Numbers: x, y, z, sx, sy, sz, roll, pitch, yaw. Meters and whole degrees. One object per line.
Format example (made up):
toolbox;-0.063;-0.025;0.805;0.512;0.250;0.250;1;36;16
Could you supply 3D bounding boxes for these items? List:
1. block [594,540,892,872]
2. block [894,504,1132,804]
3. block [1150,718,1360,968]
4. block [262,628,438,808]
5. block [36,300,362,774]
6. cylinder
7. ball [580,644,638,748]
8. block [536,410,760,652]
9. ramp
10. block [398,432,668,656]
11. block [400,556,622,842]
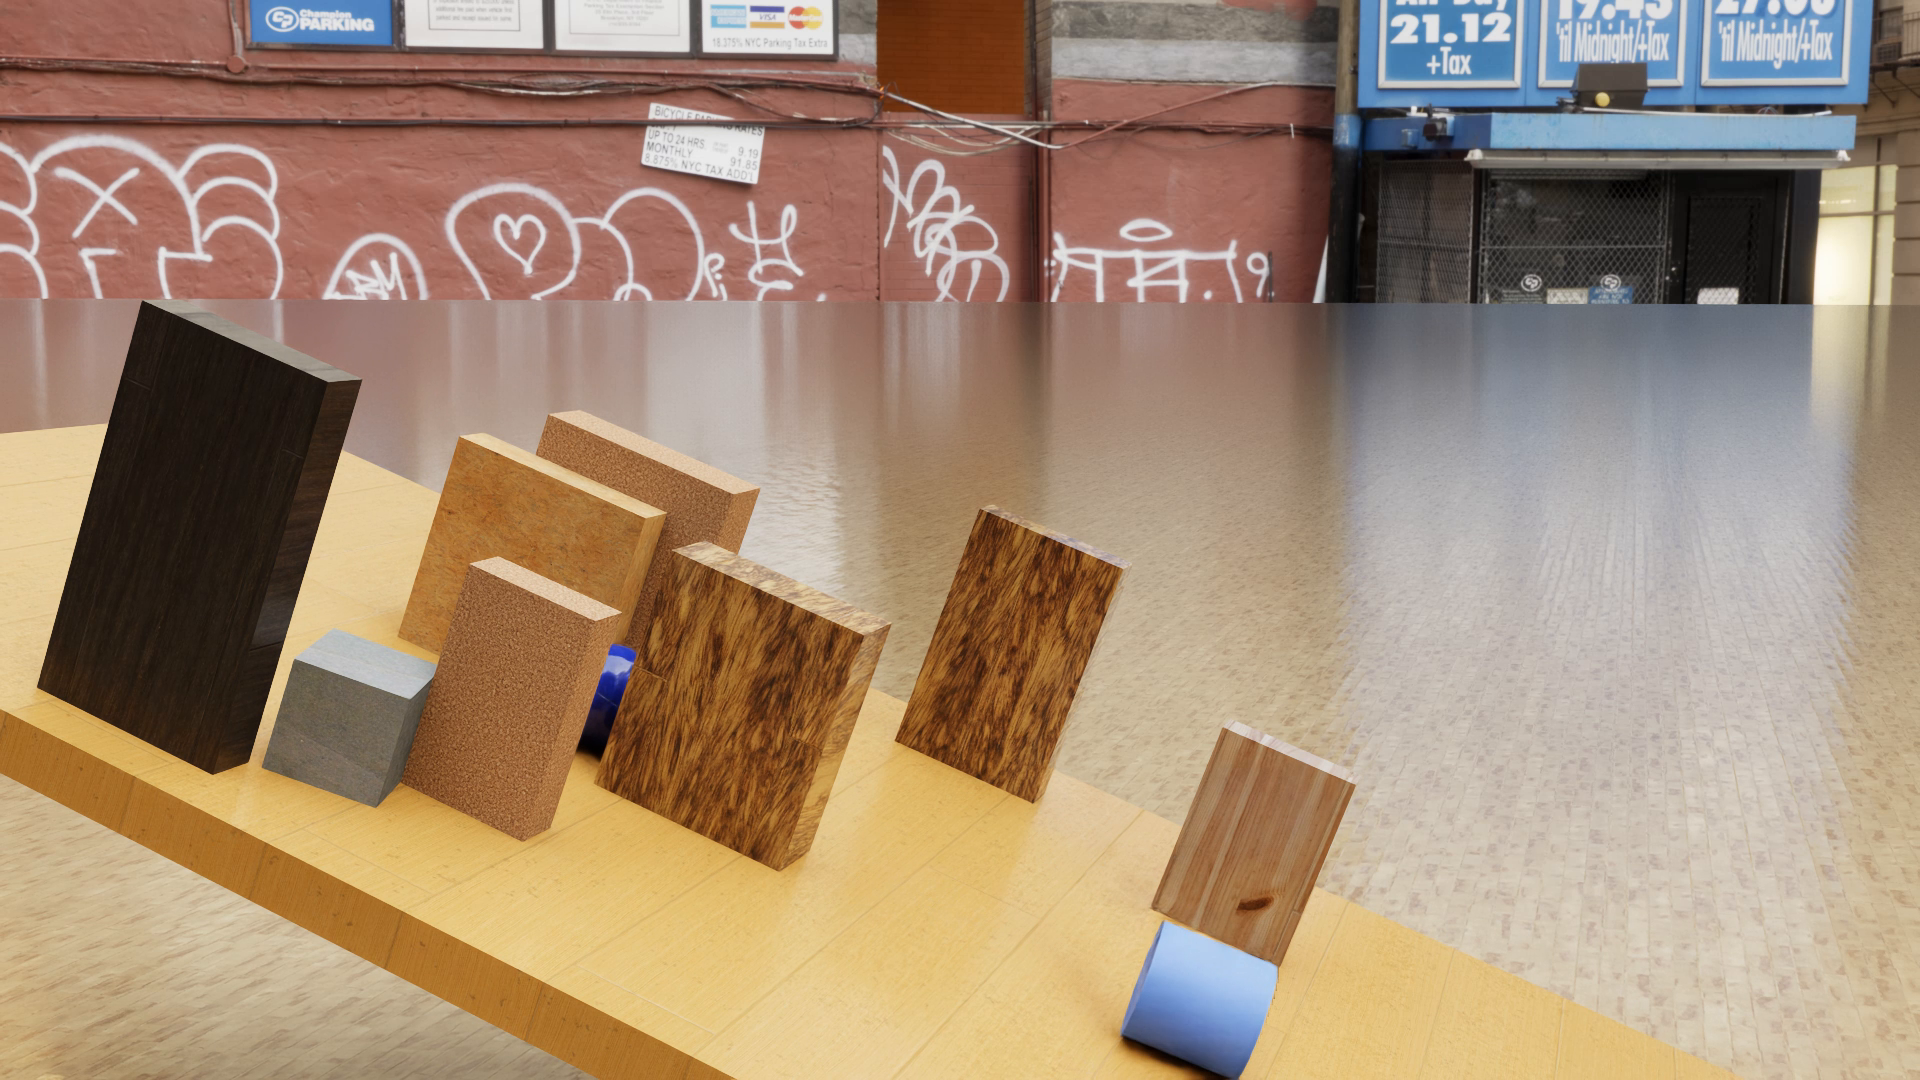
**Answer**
block;-0.398;0.299;4.015;0.390;0.468;0.150;23;13;13
block;0.115;0.248;4.821;0.341;0.560;0.093;23;13;13
block;0.590;0.605;4.397;0.282;0.406;0.087;23;13;13
block;-1.016;0.296;3.689;0.199;0.199;0.199;20;12;-2
block;-1.228;-0.006;3.536;0.353;0.675;0.096;23;13;13
cylinder;0.411;0.791;3.782;0.208;0.208;0.208;21;9;5
ball;-0.675;0.298;4.208;0.201;0.201;0.201;0;7;0
block;-0.696;0.062;4.441;0.423;0.521;0.138;23;13;13
ramp;-0.326;0.590;4.206;4.000;0.100;2.000;23;13;13
block;-0.852;0.070;4.364;0.425;0.434;0.098;23;13;13
block;-0.761;0.267;3.722;0.245;0.408;0.099;23;13;13
